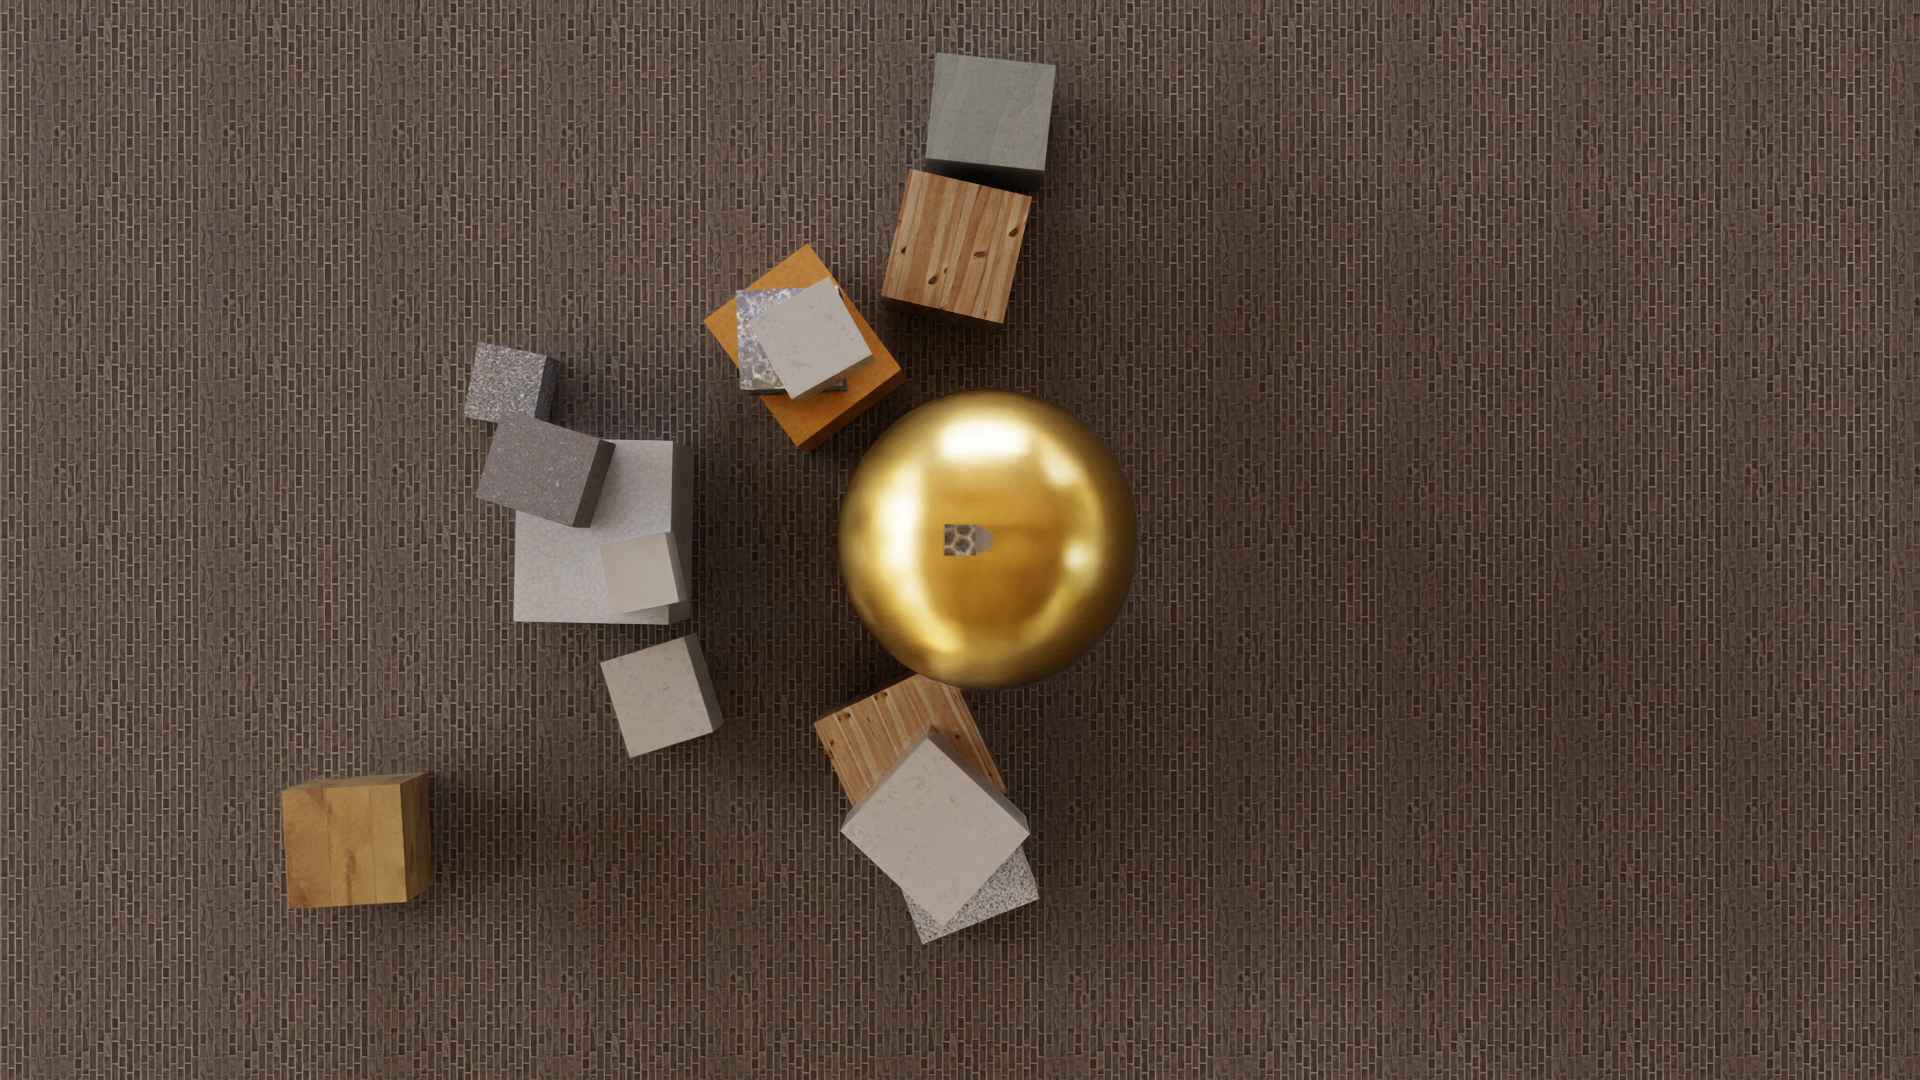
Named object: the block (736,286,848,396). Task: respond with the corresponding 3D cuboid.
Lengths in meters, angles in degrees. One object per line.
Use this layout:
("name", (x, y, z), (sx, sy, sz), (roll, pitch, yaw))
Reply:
("block", (-0.901, -1.064, 11.844), (0.540, 0.499, 0.525), (-3, 90, 0))

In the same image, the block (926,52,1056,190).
("block", (0.171, -2.394, 12.645), (0.669, 0.710, 0.592), (6, 90, 0))

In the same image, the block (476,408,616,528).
("block", (-2.204, -0.375, 11.744), (0.530, 0.551, 0.481), (18, 90, 0))

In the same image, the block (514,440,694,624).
("block", (-2.005, -0.049, 12.510), (0.847, 0.980, 1.004), (1, 90, 0))

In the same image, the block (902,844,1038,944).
("block", (0.006, 1.866, 12.705), (0.707, 0.591, 0.615), (-21, 90, 0))

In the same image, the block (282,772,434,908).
("block", (-3.467, 1.725, 12.689), (0.668, 0.623, 0.665), (-3, 90, 0))

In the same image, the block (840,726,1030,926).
("block", (-0.128, 1.509, 11.721), (0.726, 0.748, 0.657), (43, 90, 0))

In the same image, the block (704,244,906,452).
("block", (-0.867, -1.073, 12.547), (0.716, 0.906, 0.865), (-37, 90, 0))

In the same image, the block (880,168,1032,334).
("block", (-0.020, -1.649, 12.670), (0.703, 0.661, 0.730), (13, 90, 0))

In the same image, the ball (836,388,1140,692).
("ball", (0.146, 0.000, 11.649), (1.600, 1.600, 1.600), (0, 90, 0))

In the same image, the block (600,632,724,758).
("block", (-1.711, 0.888, 12.702), (0.492, 0.597, 0.562), (-17, 90, 0))

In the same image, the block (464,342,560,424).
("block", (-2.603, -0.880, 12.786), (0.397, 0.428, 0.435), (11, 90, 0))

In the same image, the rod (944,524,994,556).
("rod", (0.063, 0.000, 8.250), (0.080, 5.200, 0.080), (0, 90, 1))

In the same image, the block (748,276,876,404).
("block", (-0.760, -1.024, 11.365), (0.469, 0.459, 0.451), (-29, 90, 0))

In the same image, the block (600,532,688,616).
("block", (-1.700, 0.179, 11.832), (0.356, 0.376, 0.379), (-12, 90, 0))

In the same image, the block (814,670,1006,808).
("block", (-0.274, 1.195, 12.548), (0.805, 0.905, 0.792), (-25, 90, 0))
